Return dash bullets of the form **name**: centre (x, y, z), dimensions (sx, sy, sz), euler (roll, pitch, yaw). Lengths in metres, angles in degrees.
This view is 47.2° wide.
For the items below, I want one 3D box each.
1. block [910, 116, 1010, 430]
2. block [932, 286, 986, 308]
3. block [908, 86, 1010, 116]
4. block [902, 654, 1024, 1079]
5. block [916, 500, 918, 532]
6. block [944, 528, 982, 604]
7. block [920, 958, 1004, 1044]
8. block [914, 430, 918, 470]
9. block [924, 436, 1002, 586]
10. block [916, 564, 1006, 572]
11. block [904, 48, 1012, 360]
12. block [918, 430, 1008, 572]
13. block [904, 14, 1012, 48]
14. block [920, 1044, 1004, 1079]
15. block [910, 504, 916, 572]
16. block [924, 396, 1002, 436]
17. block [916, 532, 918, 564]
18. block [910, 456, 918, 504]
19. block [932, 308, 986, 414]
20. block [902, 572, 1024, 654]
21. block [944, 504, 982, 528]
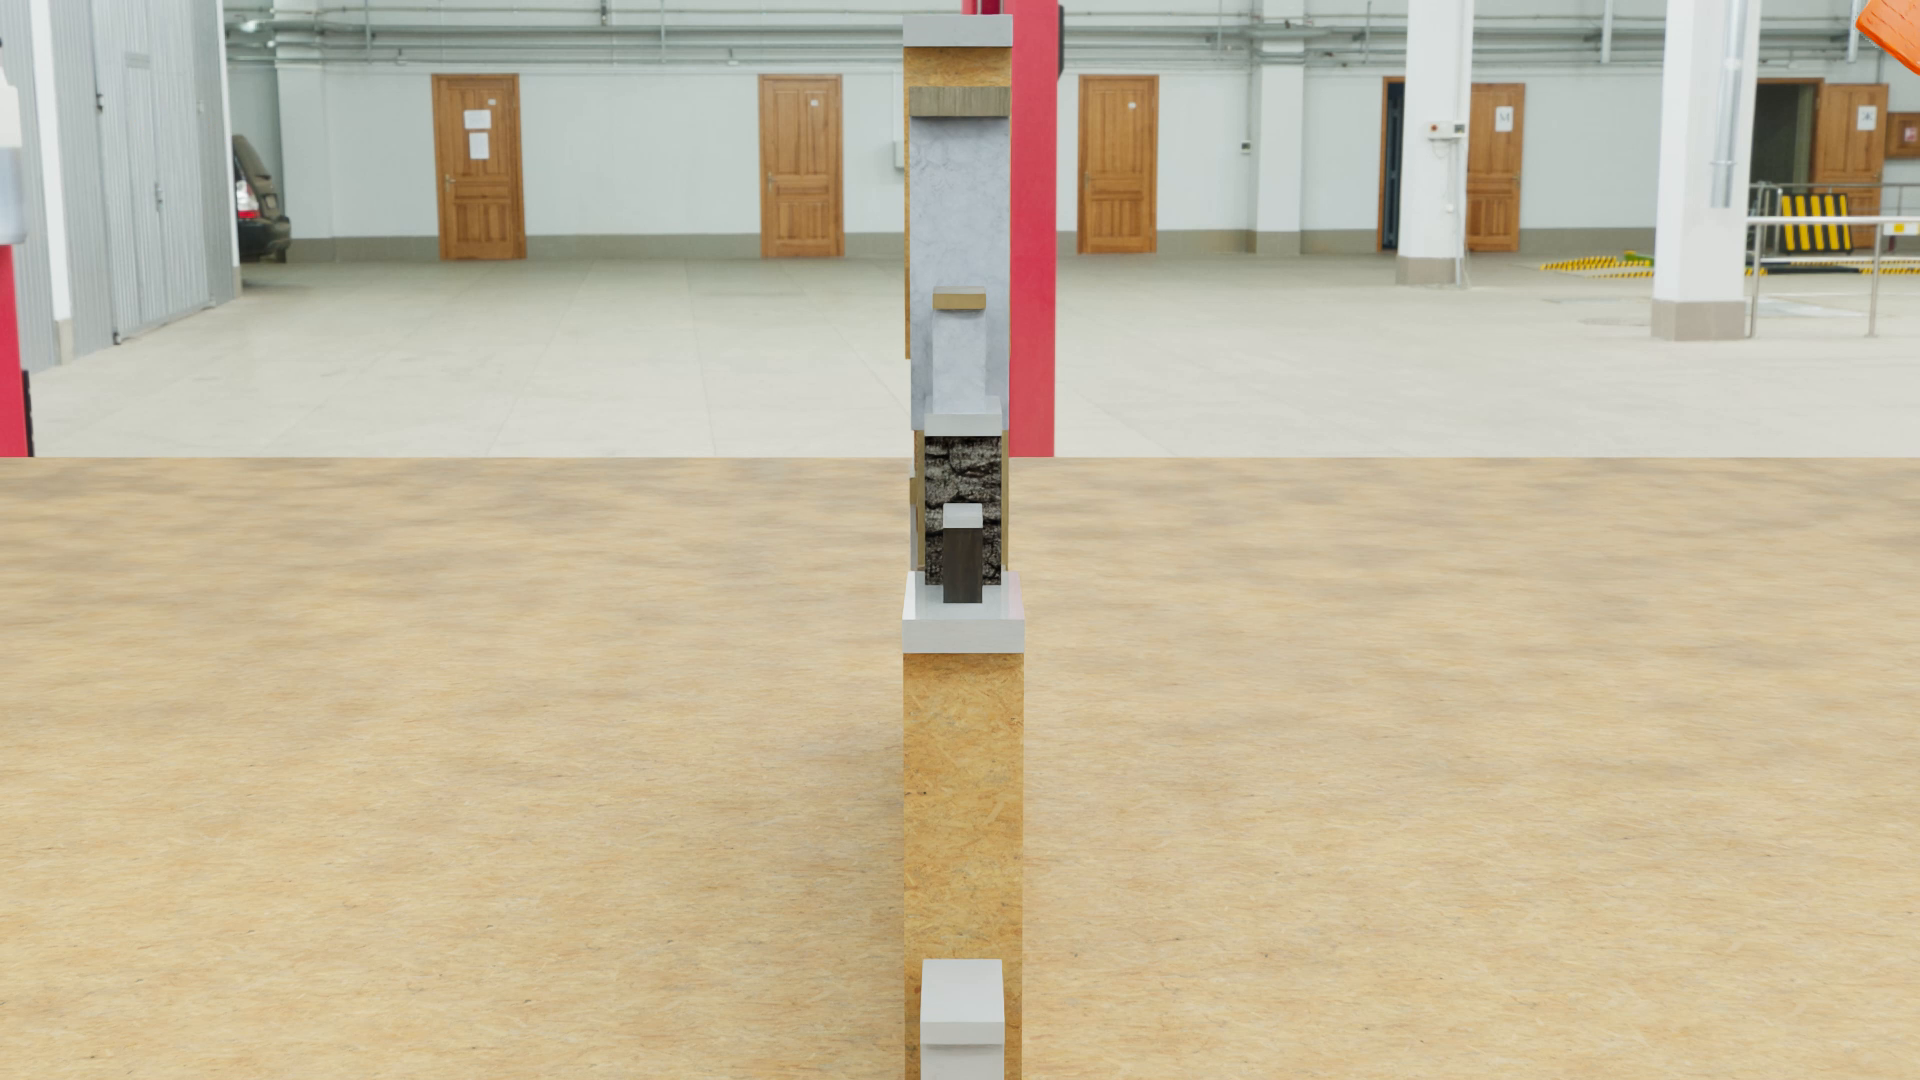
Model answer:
- **block**: centre (0.000, -0.376, 3.115), dimensions (0.140, 0.440, 0.040), euler (0, 11, 0)
- **block**: centre (-0.001, -0.317, 2.870), dimensions (0.068, 0.019, 0.136), euler (0, 11, 0)
- **block**: centre (-0.001, -0.629, 3.163), dimensions (0.140, 0.040, 0.280), euler (0, 11, 0)
- **block**: centre (0.004, 0.435, 2.807), dimensions (0.150, 0.620, 0.043), euler (0, 11, 0)
- **block**: centre (0.003, -0.058, 3.535), dimensions (0.140, 0.040, 0.280), euler (0, 11, 0)
- **block**: centre (0.004, 0.030, 2.782), dimensions (0.049, 0.099, 0.014), euler (0, 10, 0)
- **block**: centre (0.003, 0.559, 2.673), dimensions (0.099, 0.028, 0.198), euler (0, 11, 0)
- **block**: centre (0.000, -0.277, 3.743), dimensions (0.157, 0.313, 0.044), euler (0, 11, 0)
- **block**: centre (0.004, -0.042, 2.892), dimensions (0.100, 0.201, 0.028), euler (0, 11, 0)
- **block**: centre (0.002, 0.079, 3.134), dimensions (0.131, 0.037, 0.262), euler (0, 11, 0)
- **block**: centre (-0.003, -0.536, 3.518), dimensions (0.170, 0.490, 0.048), euler (0, 10, 0)
- **block**: centre (0.004, -0.090, 3.299), dimensions (0.136, 0.433, 0.039), euler (0, 11, 0)
- **block**: centre (-0.003, -0.822, 3.580), dimensions (0.170, 0.048, 0.340), euler (0, 10, 0)
- **block**: centre (0.003, 0.682, 2.629), dimensions (0.099, 0.198, 0.028), euler (0, 11, 0)
- **block**: centre (-0.004, 0.192, 3.783), dimensions (0.160, 0.532, 0.045), euler (0, 10, 0)
- **block**: centre (0.004, -0.167, 2.937), dimensions (0.100, 0.028, 0.201), euler (0, 11, 0)
- **block**: centre (0.003, 0.116, 3.473), dimensions (0.140, 0.280, 0.040), euler (0, 11, 0)
- **block**: centre (-0.004, -0.112, 3.836), dimensions (0.160, 0.045, 0.320), euler (0, 11, 0)
- **block**: centre (-0.001, -0.232, 2.840), dimensions (0.068, 0.136, 0.019), euler (0, 11, 0)
- **block**: centre (0.004, 0.091, 2.845), dimensions (0.150, 0.043, 0.301), euler (0, 10, 0)
- **block**: centre (0.004, -0.031, 2.804), dimensions (0.050, 0.014, 0.099), euler (0, 10, 0)
